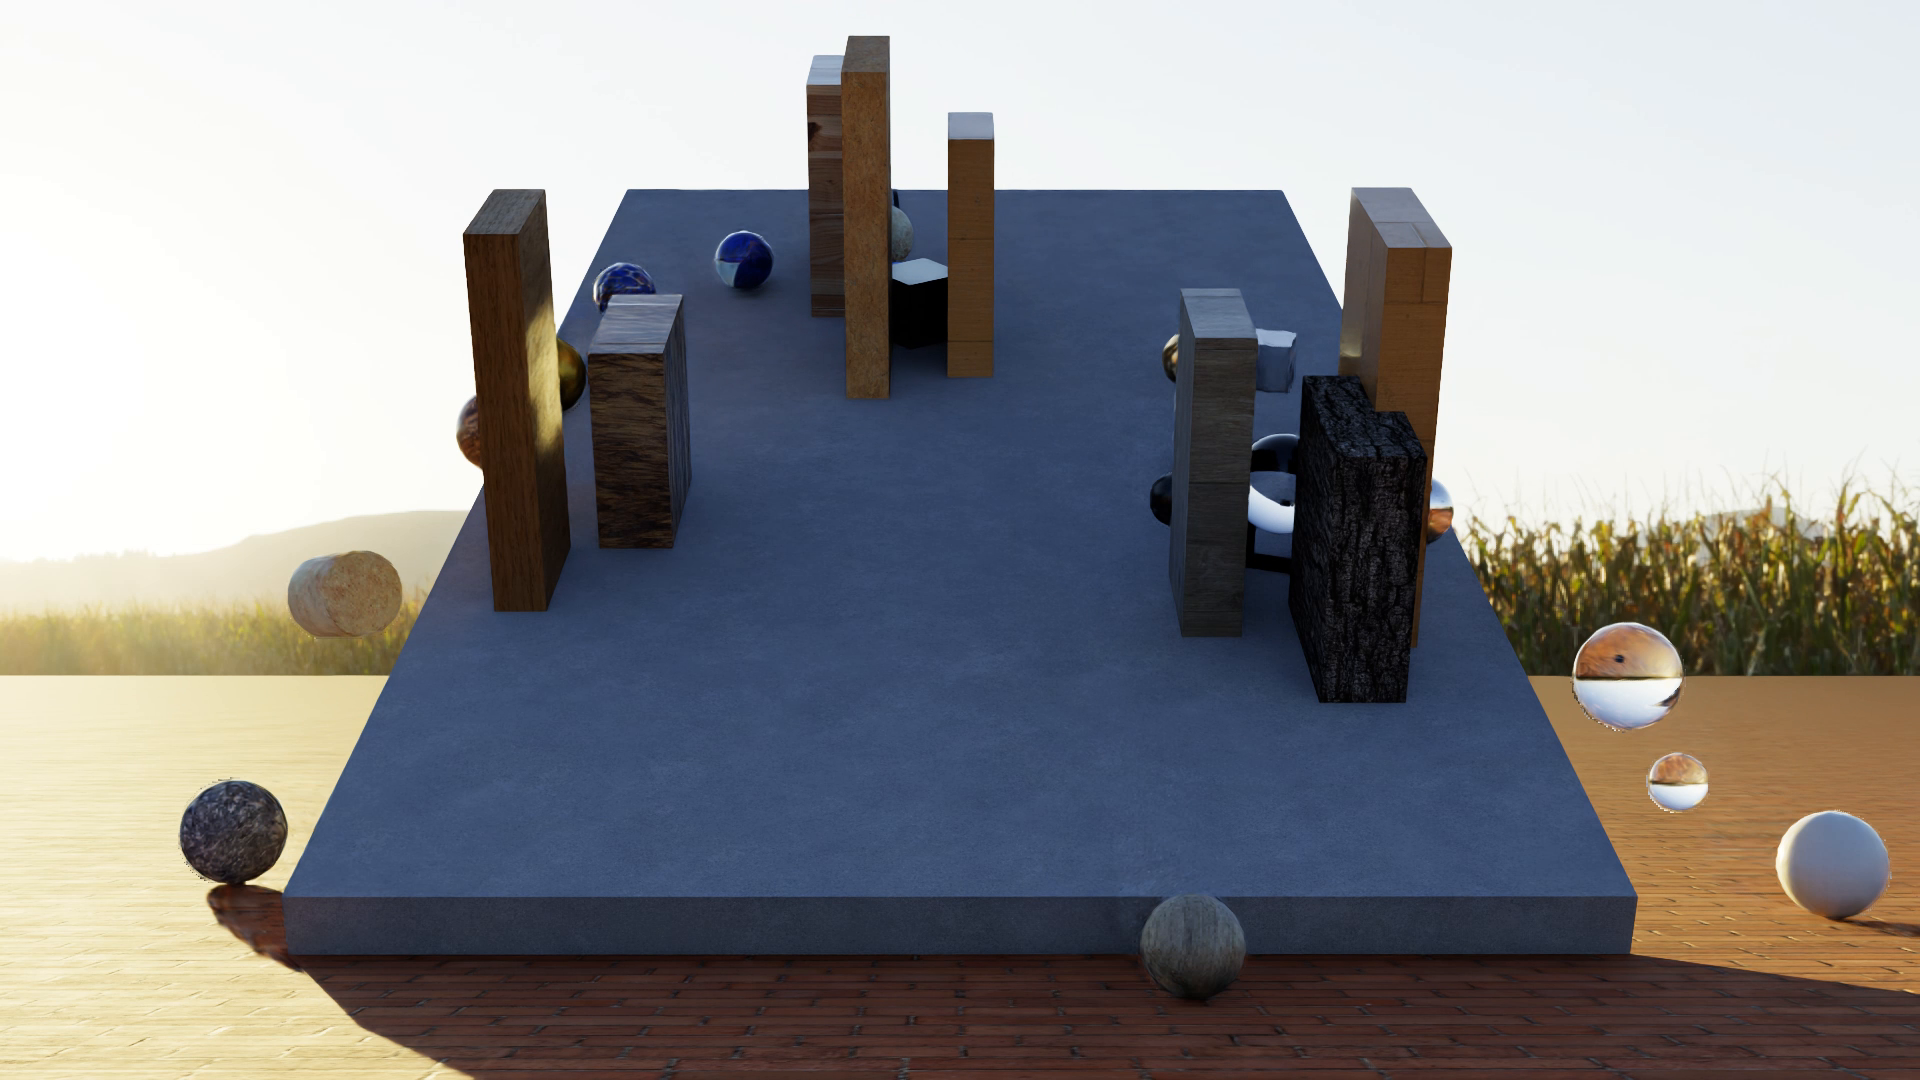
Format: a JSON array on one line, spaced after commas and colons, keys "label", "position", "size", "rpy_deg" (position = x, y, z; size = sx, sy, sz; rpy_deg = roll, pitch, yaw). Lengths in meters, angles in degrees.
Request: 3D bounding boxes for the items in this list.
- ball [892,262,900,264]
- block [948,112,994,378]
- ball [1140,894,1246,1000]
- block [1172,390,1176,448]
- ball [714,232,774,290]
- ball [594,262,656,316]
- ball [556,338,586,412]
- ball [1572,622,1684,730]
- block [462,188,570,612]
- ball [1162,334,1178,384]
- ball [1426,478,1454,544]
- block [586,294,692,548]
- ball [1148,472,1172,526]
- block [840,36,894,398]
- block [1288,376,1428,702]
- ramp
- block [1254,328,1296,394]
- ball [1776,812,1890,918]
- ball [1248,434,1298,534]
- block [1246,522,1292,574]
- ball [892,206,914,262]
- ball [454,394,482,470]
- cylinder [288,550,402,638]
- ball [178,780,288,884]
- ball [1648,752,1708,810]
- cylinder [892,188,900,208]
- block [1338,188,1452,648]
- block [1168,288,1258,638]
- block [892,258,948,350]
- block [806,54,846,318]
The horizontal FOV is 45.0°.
[{"label": "ball", "position": [-0.161, -0.638, 5.912], "size": [0.142, 0.142, 0.142], "rpy_deg": [0, -3, 0]}, {"label": "block", "position": [0.024, -0.704, 5.522], "size": [0.108, 0.574, 0.269], "rpy_deg": [0, 24, 0]}, {"label": "ball", "position": [0.300, 0.524, 2.992], "size": [0.135, 0.135, 0.135], "rpy_deg": [0, -3, 0]}, {"label": "block", "position": [0.538, -0.241, 5.018], "size": [0.131, 0.131, 0.131], "rpy_deg": [-2, 24, -5]}, {"label": "ball", "position": [-0.570, -0.737, 6.121], "size": [0.154, 0.154, 0.154], "rpy_deg": [0, -3, 0]}, {"label": "ball", "position": [-0.846, -0.622, 5.854], "size": [0.155, 0.155, 0.155], "rpy_deg": [0, -3, 0]}, {"label": "ball", "position": [-0.935, -0.371, 5.247], "size": [0.178, 0.178, 0.178], "rpy_deg": [0, -3, 0]}, {"label": "ball", "position": [1.187, 0.242, 4.122], "size": [0.190, 0.190, 0.190], "rpy_deg": [0, -3, 0]}, {"label": "block", "position": [-0.817, -0.259, 4.309], "size": [0.097, 0.724, 0.302], "rpy_deg": [0, 24, 0]}, {"label": "ball", "position": [0.540, -0.423, 5.431], "size": [0.134, 0.134, 0.134], "rpy_deg": [0, -3, 0]}, {"label": "ball", "position": [0.896, -0.059, 4.542], "size": [0.141, 0.141, 0.141], "rpy_deg": [0, -3, 0]}, {"label": "block", "position": [-0.640, -0.244, 4.673], "size": [0.144, 0.406, 0.373], "rpy_deg": [0, 24, 0]}, {"label": "ball", "position": [0.437, -0.082, 4.675], "size": [0.113, 0.113, 0.113], "rpy_deg": [0, -3, 0]}, {"label": "block", "position": [-0.213, -0.757, 5.412], "size": [0.098, 0.758, 0.406], "rpy_deg": [0, 24, 0]}, {"label": "block", "position": [0.692, -0.008, 4.079], "size": [0.149, 0.453, 0.400], "rpy_deg": [0, 24, 0]}, {"label": "ramp", "position": [-0.008, -0.227, 5.271], "size": [2.000, 0.100, 4.000], "rpy_deg": [0, 24, 0]}, {"label": "block", "position": [0.724, -0.421, 5.453], "size": [0.114, 0.114, 0.114], "rpy_deg": [6, 24, 14]}, {"label": "ball", "position": [1.490, 0.554, 3.960], "size": [0.182, 0.182, 0.182], "rpy_deg": [0, -3, 0]}, {"label": "ball", "position": [0.607, -0.105, 4.358], "size": [0.190, 0.190, 0.190], "rpy_deg": [0, -3, 0]}, {"label": "block", "position": [0.633, -0.018, 4.515], "size": [0.123, 0.123, 0.123], "rpy_deg": [9, 25, 19]}, {"label": "ball", "position": [-0.214, -0.824, 6.294], "size": [0.177, 0.177, 0.177], "rpy_deg": [0, -3, 0]}, {"label": "ball", "position": [-0.909, -0.216, 4.574], "size": [0.172, 0.172, 0.172], "rpy_deg": [0, -3, 0]}, {"label": "cylinder", "position": [-1.393, 0.123, 5.251], "size": [0.190, 0.190, 0.190], "rpy_deg": [3, -5, -39]}, {"label": "ball", "position": [-1.440, 0.578, 4.600], "size": [0.206, 0.206, 0.206], "rpy_deg": [0, -3, 0]}, {"label": "ball", "position": [1.578, 0.531, 5.094], "size": [0.126, 0.126, 0.126], "rpy_deg": [0, -3, 0]}, {"label": "cylinder", "position": [-0.262, -0.889, 6.449], "size": [0.172, 0.172, 0.172], "rpy_deg": [-4, -3, -8]}, {"label": "block", "position": [0.770, -0.226, 4.213], "size": [0.109, 0.746, 0.390], "rpy_deg": [0, 24, 0]}, {"label": "block", "position": [0.458, -0.142, 4.236], "size": [0.108, 0.573, 0.282], "rpy_deg": [0, 24, 0]}, {"label": "block", "position": [-0.106, -0.589, 5.770], "size": [0.165, 0.165, 0.165], "rpy_deg": [-17, 29, -33]}, {"label": "block", "position": [-0.306, -0.913, 5.970], "size": [0.147, 0.598, 0.348], "rpy_deg": [0, 24, 0]}]
